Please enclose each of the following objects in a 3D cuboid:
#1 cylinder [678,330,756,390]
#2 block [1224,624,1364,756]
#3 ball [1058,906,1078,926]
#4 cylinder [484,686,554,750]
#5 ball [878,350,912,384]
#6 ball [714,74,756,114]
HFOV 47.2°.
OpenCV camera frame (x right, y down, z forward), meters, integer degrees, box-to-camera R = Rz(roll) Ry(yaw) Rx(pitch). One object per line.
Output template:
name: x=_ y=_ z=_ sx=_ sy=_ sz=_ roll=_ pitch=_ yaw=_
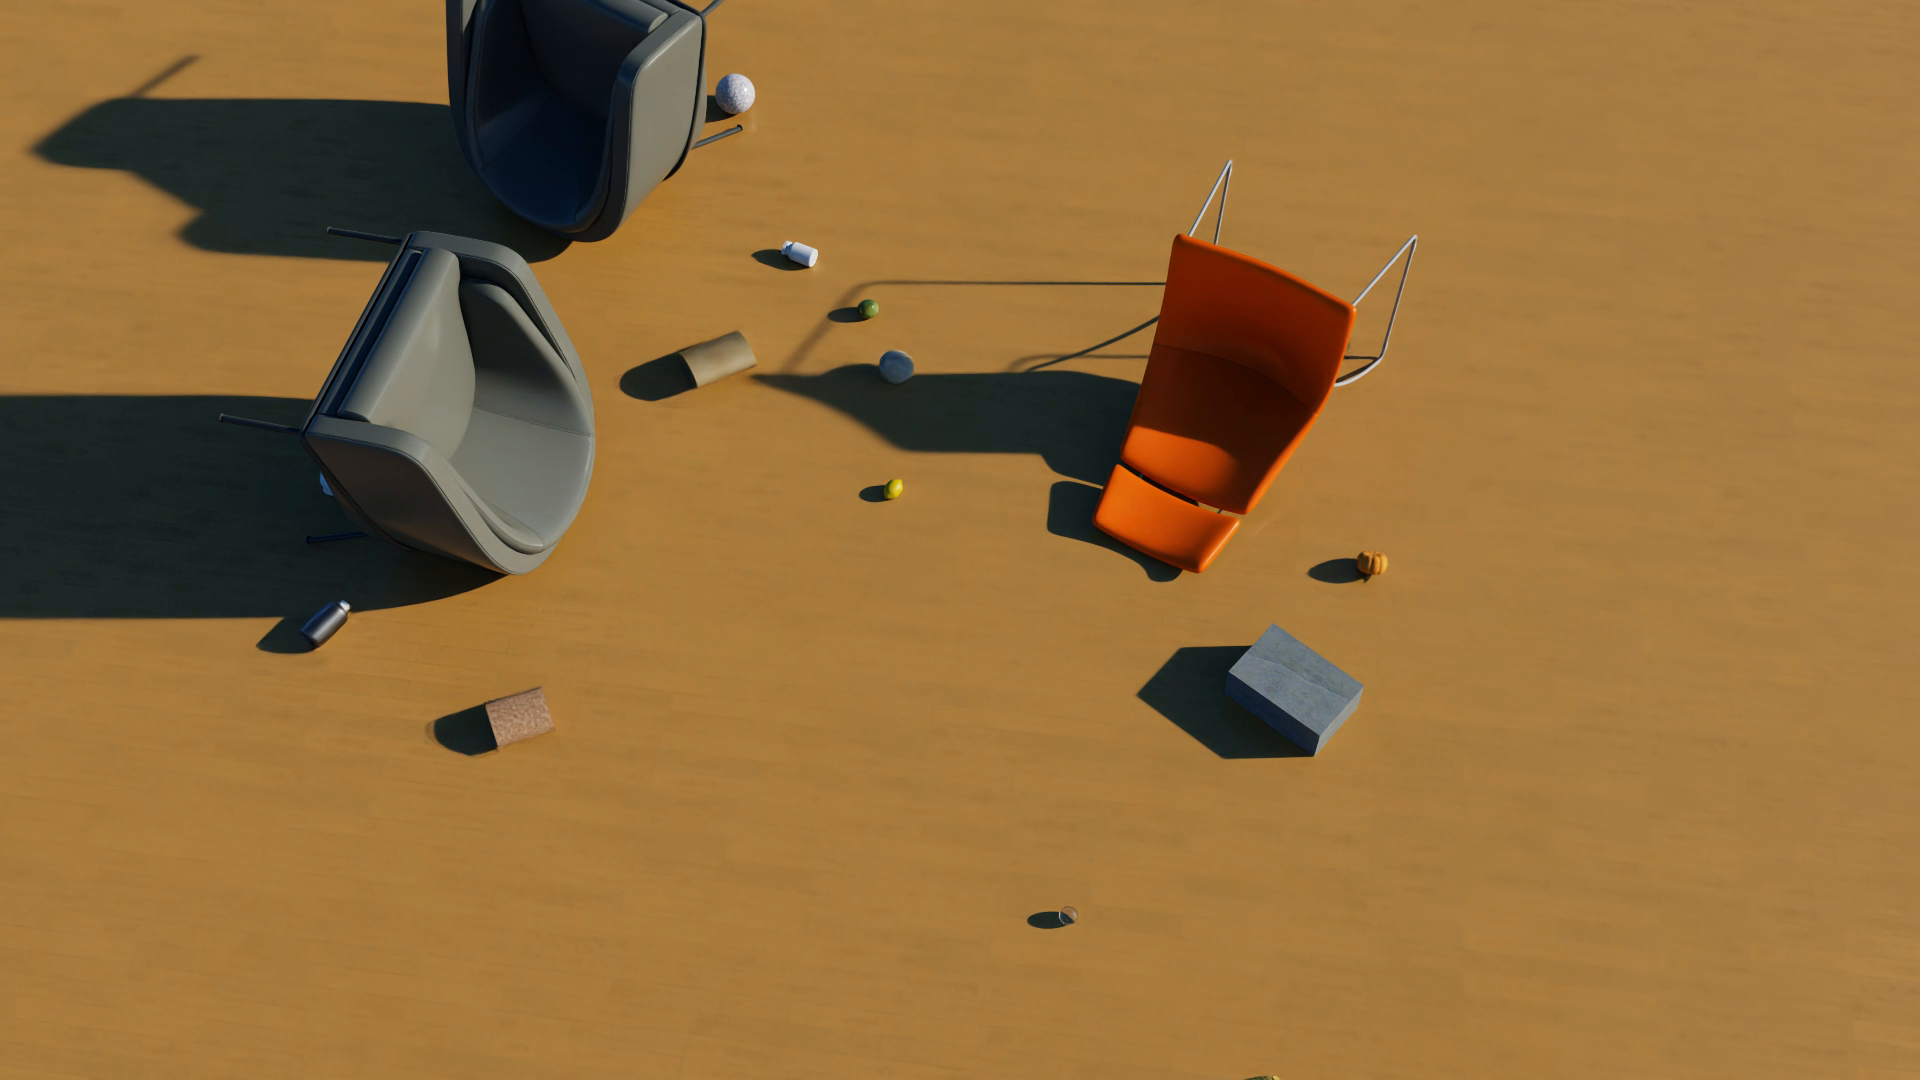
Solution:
cylinder: x=-0.761 y=-0.566 z=6.890 sx=0.201 sy=0.098 sz=0.170 roll=-23 pitch=43 yaw=-15
block: x=0.943 y=0.422 z=6.218 sx=0.315 sy=0.121 sz=0.212 roll=36 pitch=63 yaw=21
ball: x=0.289 y=1.003 z=5.871 sx=0.050 sy=0.050 sz=0.050 roll=0 pitch=56 yaw=0
cylinder: x=-1.238 y=0.499 z=6.190 sx=0.163 sy=0.081 sz=0.142 roll=-18 pitch=63 yaw=-12
ball: x=-0.201 y=-0.543 z=6.875 sx=0.106 sy=0.106 sz=0.106 roll=0 pitch=56 yaw=0
ball: x=-0.769 y=-1.525 z=7.514 sx=0.137 sy=0.137 sz=0.137 roll=0 pitch=56 yaw=0
